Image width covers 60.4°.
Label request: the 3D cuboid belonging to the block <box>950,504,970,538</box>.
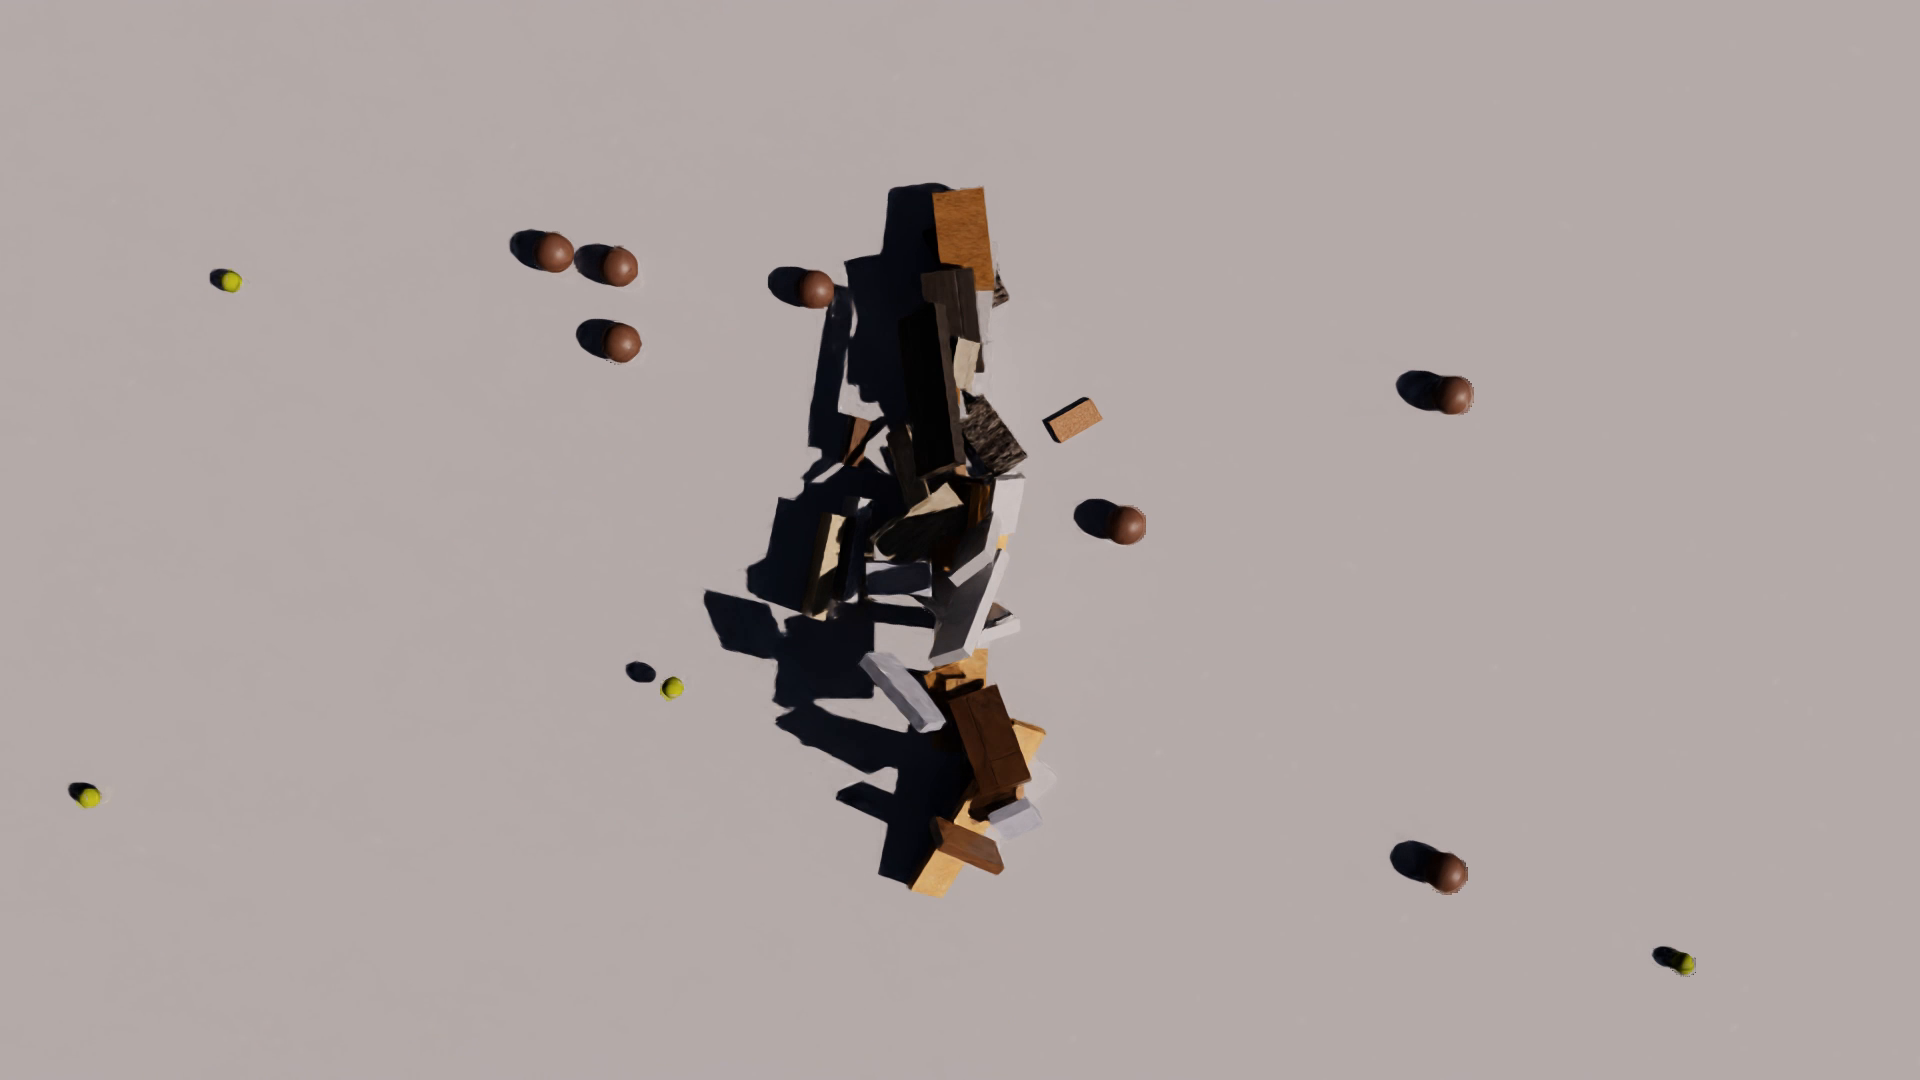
[{"bbox_3d":[-0.003,-0.063,5.341,0.054,0.015,0.107,14,90,-1],"label":"block"}]

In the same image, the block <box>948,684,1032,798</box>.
[{"bbox_3d":[0.090,0.602,4.947,0.154,0.044,0.308,-20,68,-2],"label":"block"}]

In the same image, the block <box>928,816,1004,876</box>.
[{"bbox_3d":[0.021,0.981,5.294,0.256,0.128,0.036,29,111,-30],"label":"block"}]

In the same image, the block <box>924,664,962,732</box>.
[{"bbox_3d":[-0.022,0.503,5.071,0.113,0.032,0.225,-19,85,-2],"label":"block"}]

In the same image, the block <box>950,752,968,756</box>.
[{"bbox_3d":[0.003,0.582,5.092,0.078,0.022,0.157,-5,84,-1],"label":"block"}]

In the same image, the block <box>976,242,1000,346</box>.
[{"bbox_3d":[0.026,-0.810,5.372,0.167,0.047,0.335,6,80,4],"label":"block"}]

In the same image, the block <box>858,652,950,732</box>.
[{"bbox_3d":[-0.167,0.459,5.000,0.293,0.147,0.042,47,109,21],"label":"block"}]

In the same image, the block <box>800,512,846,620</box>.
[{"bbox_3d":[-0.448,0.084,5.411,0.049,0.172,0.344,12,90,-17],"label":"block"}]

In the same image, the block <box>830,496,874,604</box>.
[{"bbox_3d":[-0.358,0.030,5.411,0.049,0.172,0.344,9,90,-21],"label":"block"}]

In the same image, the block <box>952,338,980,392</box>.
[{"bbox_3d":[0.010,-0.555,5.215,0.077,0.022,0.155,13,86,-21],"label":"block"}]

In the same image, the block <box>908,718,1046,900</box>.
[{"bbox_3d":[0.051,0.877,5.349,0.128,0.036,0.686,22,108,-29],"label":"block"}]

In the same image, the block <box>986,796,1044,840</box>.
[{"bbox_3d":[0.170,0.841,4.973,0.128,0.257,0.036,-25,67,2],"label":"block"}]

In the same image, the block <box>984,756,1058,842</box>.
[{"bbox_3d":[0.135,0.871,5.447,0.154,0.044,0.386,43,93,-18],"label":"block"}]

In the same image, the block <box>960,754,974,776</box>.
[{"bbox_3d":[0.038,0.699,5.474,0.078,0.022,0.157,-18,81,-3],"label":"block"}]

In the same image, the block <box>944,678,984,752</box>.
[{"bbox_3d":[0.011,0.535,5.036,0.113,0.032,0.225,2,85,0],"label":"block"}]

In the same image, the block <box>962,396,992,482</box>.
[{"bbox_3d":[0.047,-0.326,5.305,0.123,0.035,0.247,-23,82,2],"label":"block"}]

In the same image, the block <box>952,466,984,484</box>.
[{"bbox_3d":[0.024,-0.158,5.456,0.105,0.030,0.210,5,106,0],"label":"block"}]

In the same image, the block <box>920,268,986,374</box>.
[{"bbox_3d":[-0.021,-0.695,5.287,0.167,0.047,0.335,-6,97,10],"label":"block"}]

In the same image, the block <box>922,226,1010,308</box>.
[{"bbox_3d":[0.019,-0.904,5.440,0.162,0.046,0.325,-25,79,-4],"label":"block"}]

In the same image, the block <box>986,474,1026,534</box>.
[{"bbox_3d":[0.139,-0.111,5.233,0.103,0.029,0.206,-7,125,-24],"label":"block"}]

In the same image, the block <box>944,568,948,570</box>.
[{"bbox_3d":[-0.001,0.078,5.458,0.107,0.030,0.213,-4,104,3],"label":"block"}]

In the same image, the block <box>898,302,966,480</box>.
[{"bbox_3d":[-0.091,-0.469,5.187,0.172,0.049,0.528,-21,71,41],"label":"block"}]

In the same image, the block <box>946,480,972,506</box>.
[{"bbox_3d":[-0.004,-0.087,5.446,0.107,0.030,0.213,8,106,-1],"label":"block"}]

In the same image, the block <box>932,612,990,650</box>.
[{"bbox_3d":[-0.002,0.265,5.207,0.113,0.364,0.032,-3,108,-12],"label":"block"}]

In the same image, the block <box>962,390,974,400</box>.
[{"bbox_3d":[-0.020,-0.486,5.360,0.123,0.035,0.251,-5,87,3],"label":"block"}]

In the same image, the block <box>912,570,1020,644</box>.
[{"bbox_3d":[0.007,0.208,5.207,0.151,0.461,0.043,-17,116,-24],"label":"block"}]

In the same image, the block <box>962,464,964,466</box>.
[{"bbox_3d":[0.033,-0.358,5.383,0.105,0.030,0.210,-13,86,3],"label":"block"}]

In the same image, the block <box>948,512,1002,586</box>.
[{"bbox_3d":[0.050,0.026,5.104,0.147,0.293,0.042,-38,105,21],"label":"block"}]

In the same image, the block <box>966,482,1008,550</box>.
[{"bbox_3d":[0.088,-0.028,5.325,0.151,0.043,0.301,4,95,-45],"label":"block"}]

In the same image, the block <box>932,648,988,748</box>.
[{"bbox_3d":[-0.001,0.478,5.138,0.167,0.047,0.335,1,90,0],"label":"block"}]

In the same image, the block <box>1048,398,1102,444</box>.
[{"bbox_3d":[0.385,-0.396,5.489,0.161,0.023,0.081,-30,90,0],"label":"block"}]

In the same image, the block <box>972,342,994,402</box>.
[{"bbox_3d":[0.022,-0.493,5.437,0.162,0.046,0.325,2,104,-1],"label":"block"}]

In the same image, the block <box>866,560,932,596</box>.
[{"bbox_3d":[-0.193,0.122,5.251,0.206,0.029,0.103,1,104,8],"label":"block"}]

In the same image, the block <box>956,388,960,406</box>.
[{"bbox_3d":[-0.041,-0.506,5.236,0.077,0.022,0.155,0,89,4],"label":"block"}]

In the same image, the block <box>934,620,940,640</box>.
[{"bbox_3d":[0.002,0.310,5.331,0.167,0.335,0.047,0,103,0],"label":"block"}]

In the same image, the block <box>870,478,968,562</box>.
[{"bbox_3d":[-0.126,-0.045,5.274,0.301,0.043,0.151,-39,121,-1],"label":"block"}]

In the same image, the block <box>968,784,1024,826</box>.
[{"bbox_3d":[0.115,0.807,5.121,0.154,0.308,0.044,-20,91,5],"label":"block"}]

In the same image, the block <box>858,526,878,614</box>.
[{"bbox_3d":[-0.300,0.101,5.383,0.029,0.103,0.274,9,123,0],"label":"block"}]

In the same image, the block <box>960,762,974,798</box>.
[{"bbox_3d":[0.038,0.823,5.489,0.078,0.022,0.157,2,90,0],"label":"block"}]

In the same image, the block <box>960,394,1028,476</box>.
[{"bbox_3d":[0.093,-0.330,5.260,0.123,0.035,0.247,-35,79,0],"label":"block"}]

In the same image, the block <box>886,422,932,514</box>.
[{"bbox_3d":[-0.166,-0.235,5.300,0.081,0.389,0.023,-34,132,14],"label":"block"}]

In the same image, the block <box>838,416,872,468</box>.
[{"bbox_3d":[-0.348,-0.325,5.464,0.081,0.023,0.161,12,90,-43],"label":"block"}]

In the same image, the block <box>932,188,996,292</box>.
[{"bbox_3d":[0.012,-0.970,5.354,0.167,0.047,0.335,-7,79,2],"label":"block"}]

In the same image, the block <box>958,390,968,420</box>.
[{"bbox_3d":[-0.030,-0.458,5.259,0.077,0.022,0.155,-13,83,3],"label":"block"}]

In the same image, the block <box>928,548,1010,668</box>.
[{"bbox_3d":[0.030,0.203,5.029,0.147,0.415,0.042,-21,124,39],"label":"block"}]

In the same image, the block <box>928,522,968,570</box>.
[{"bbox_3d":[-0.026,-0.012,5.397,0.107,0.030,0.213,15,108,-2],"label":"block"}]
